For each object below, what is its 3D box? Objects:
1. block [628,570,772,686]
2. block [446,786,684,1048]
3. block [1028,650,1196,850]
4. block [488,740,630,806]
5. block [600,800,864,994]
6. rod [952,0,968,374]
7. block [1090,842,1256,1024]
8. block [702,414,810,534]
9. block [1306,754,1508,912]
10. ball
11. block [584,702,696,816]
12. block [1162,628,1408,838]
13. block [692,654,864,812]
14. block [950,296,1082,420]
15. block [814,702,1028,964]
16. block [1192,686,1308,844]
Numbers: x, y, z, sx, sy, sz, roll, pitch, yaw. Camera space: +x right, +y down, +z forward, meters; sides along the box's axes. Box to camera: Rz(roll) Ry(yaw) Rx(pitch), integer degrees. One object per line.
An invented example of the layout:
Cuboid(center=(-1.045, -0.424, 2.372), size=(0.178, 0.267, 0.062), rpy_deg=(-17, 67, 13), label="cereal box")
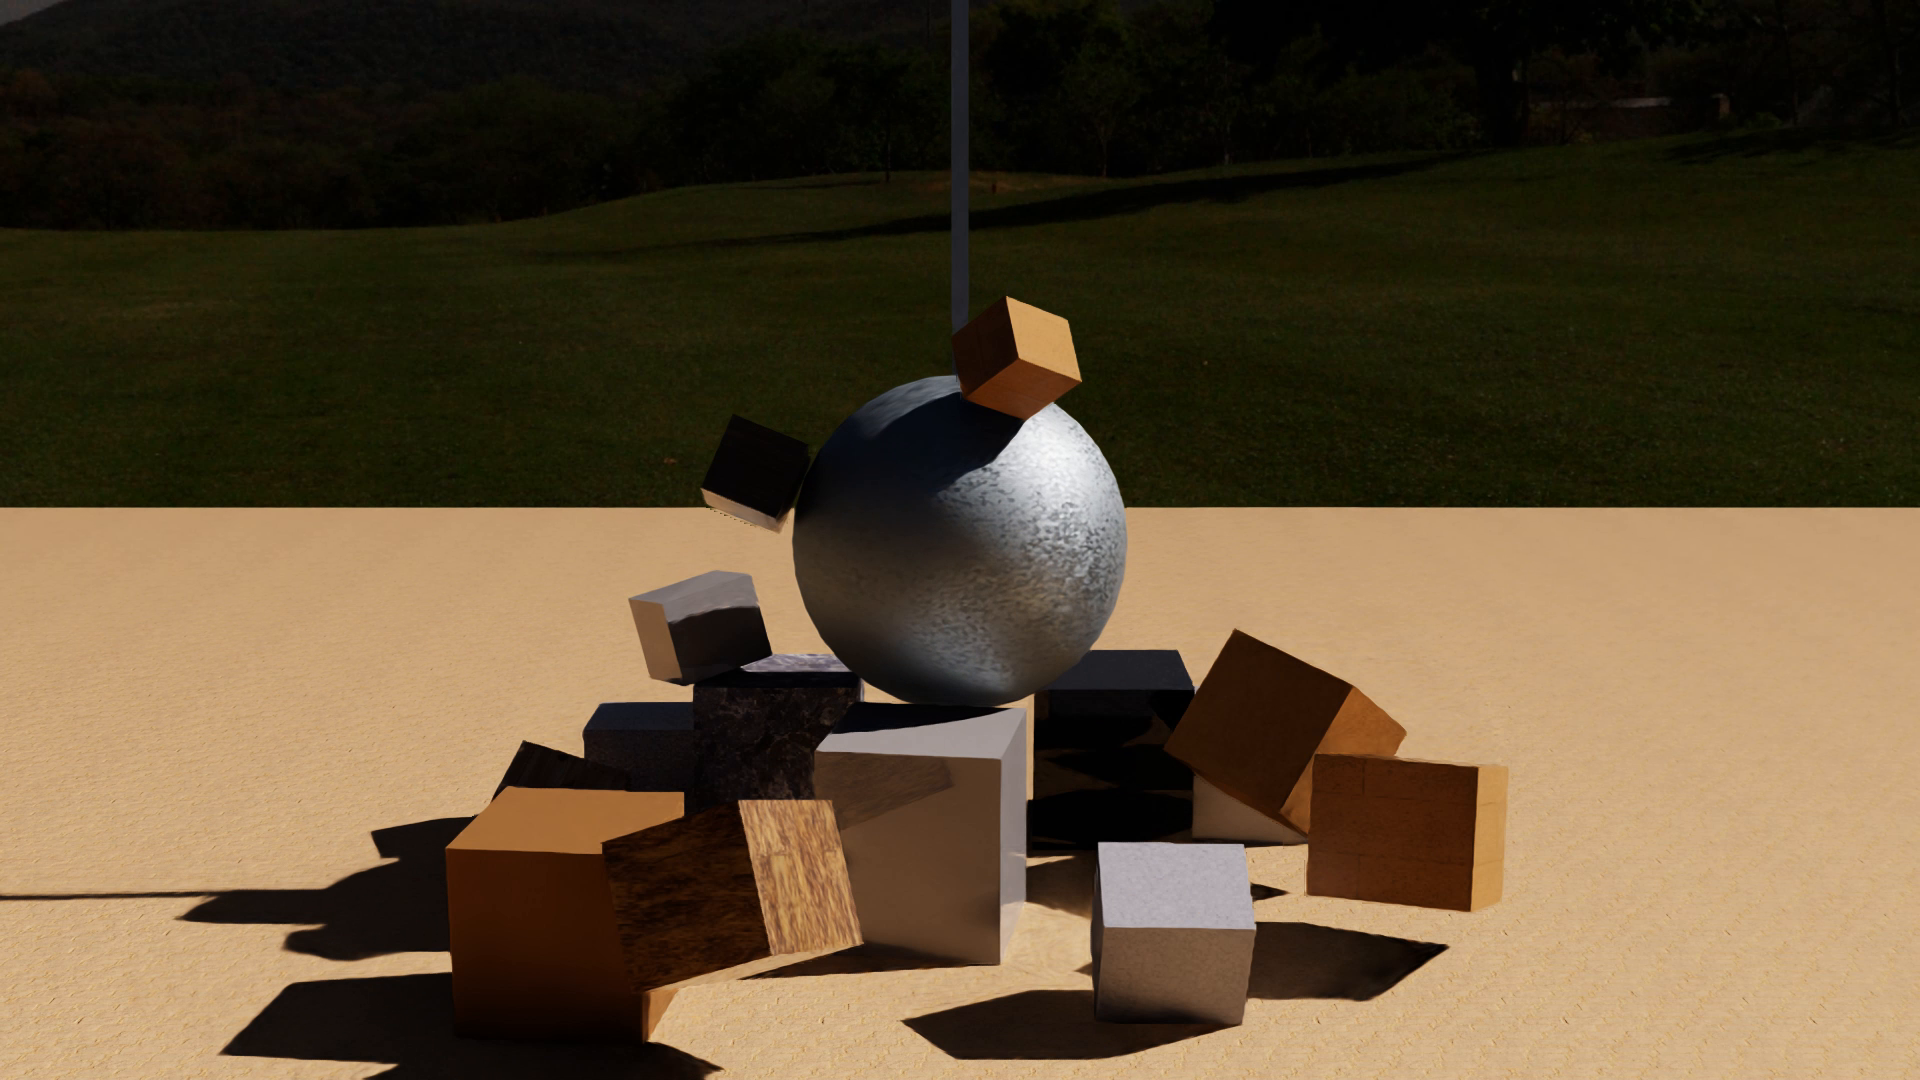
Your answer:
Cuboid(center=(-1.330, 0.444, 11.251), size=(0.495, 0.433, 0.491), rpy_deg=(-19, 10, -27), label="block")
Cuboid(center=(-1.576, 1.516, 8.955), size=(0.763, 0.793, 0.761), rpy_deg=(1, 12, 7), label="block")
Cuboid(center=(0.763, 1.069, 11.374), size=(0.798, 0.828, 0.855), rpy_deg=(0, 10, 0), label="block")
Cuboid(center=(-1.833, 1.325, 10.001), size=(0.518, 0.506, 0.507), rpy_deg=(16, 49, 7), label="block")
Cuboid(center=(-0.852, 1.337, 8.305), size=(0.615, 0.570, 0.688), rpy_deg=(-19, -14, 23), label="block")
Cuboid(center=(0.000, -3.381, 10.255), size=(0.080, 5.200, 0.080), rpy_deg=(0, 4, 0), label="rod")
Cuboid(center=(0.846, 1.584, 8.860), size=(0.590, 0.552, 0.466), rpy_deg=(1, 37, -1), label="block")
Cuboid(center=(-0.943, -0.301, 10.205), size=(0.370, 0.372, 0.415), rpy_deg=(22, -10, 2), label="block")
Cuboid(center=(1.951, 1.255, 9.557), size=(0.700, 0.599, 0.690), rpy_deg=(2, -4, 24), label="block")
Cuboid(center=(0.000, 0.013, 10.467), size=(1.600, 1.600, 1.600), rpy_deg=(0, 10, 0), label="ball")
Cuboid(center=(-1.612, 1.191, 11.375), size=(0.561, 0.587, 0.561), rpy_deg=(0, 10, 0), label="block")
Cuboid(center=(1.548, 0.955, 10.469), size=(0.743, 0.676, 0.597), rpy_deg=(27, -7, 44), label="block")
Cuboid(center=(-0.917, 1.074, 11.353), size=(0.816, 0.825, 0.722), rpy_deg=(0, 10, 0), label="block")
Cuboid(center=(0.249, -0.808, 9.814), size=(0.394, 0.331, 0.362), rpy_deg=(16, -38, -41), label="block")
Cuboid(center=(-0.158, 1.294, 9.879), size=(0.810, 0.920, 0.852), rpy_deg=(2, 10, 9), label="block")
Cuboid(center=(1.512, 1.153, 11.389), size=(0.689, 0.657, 0.667), rpy_deg=(0, 10, 0), label="block")
